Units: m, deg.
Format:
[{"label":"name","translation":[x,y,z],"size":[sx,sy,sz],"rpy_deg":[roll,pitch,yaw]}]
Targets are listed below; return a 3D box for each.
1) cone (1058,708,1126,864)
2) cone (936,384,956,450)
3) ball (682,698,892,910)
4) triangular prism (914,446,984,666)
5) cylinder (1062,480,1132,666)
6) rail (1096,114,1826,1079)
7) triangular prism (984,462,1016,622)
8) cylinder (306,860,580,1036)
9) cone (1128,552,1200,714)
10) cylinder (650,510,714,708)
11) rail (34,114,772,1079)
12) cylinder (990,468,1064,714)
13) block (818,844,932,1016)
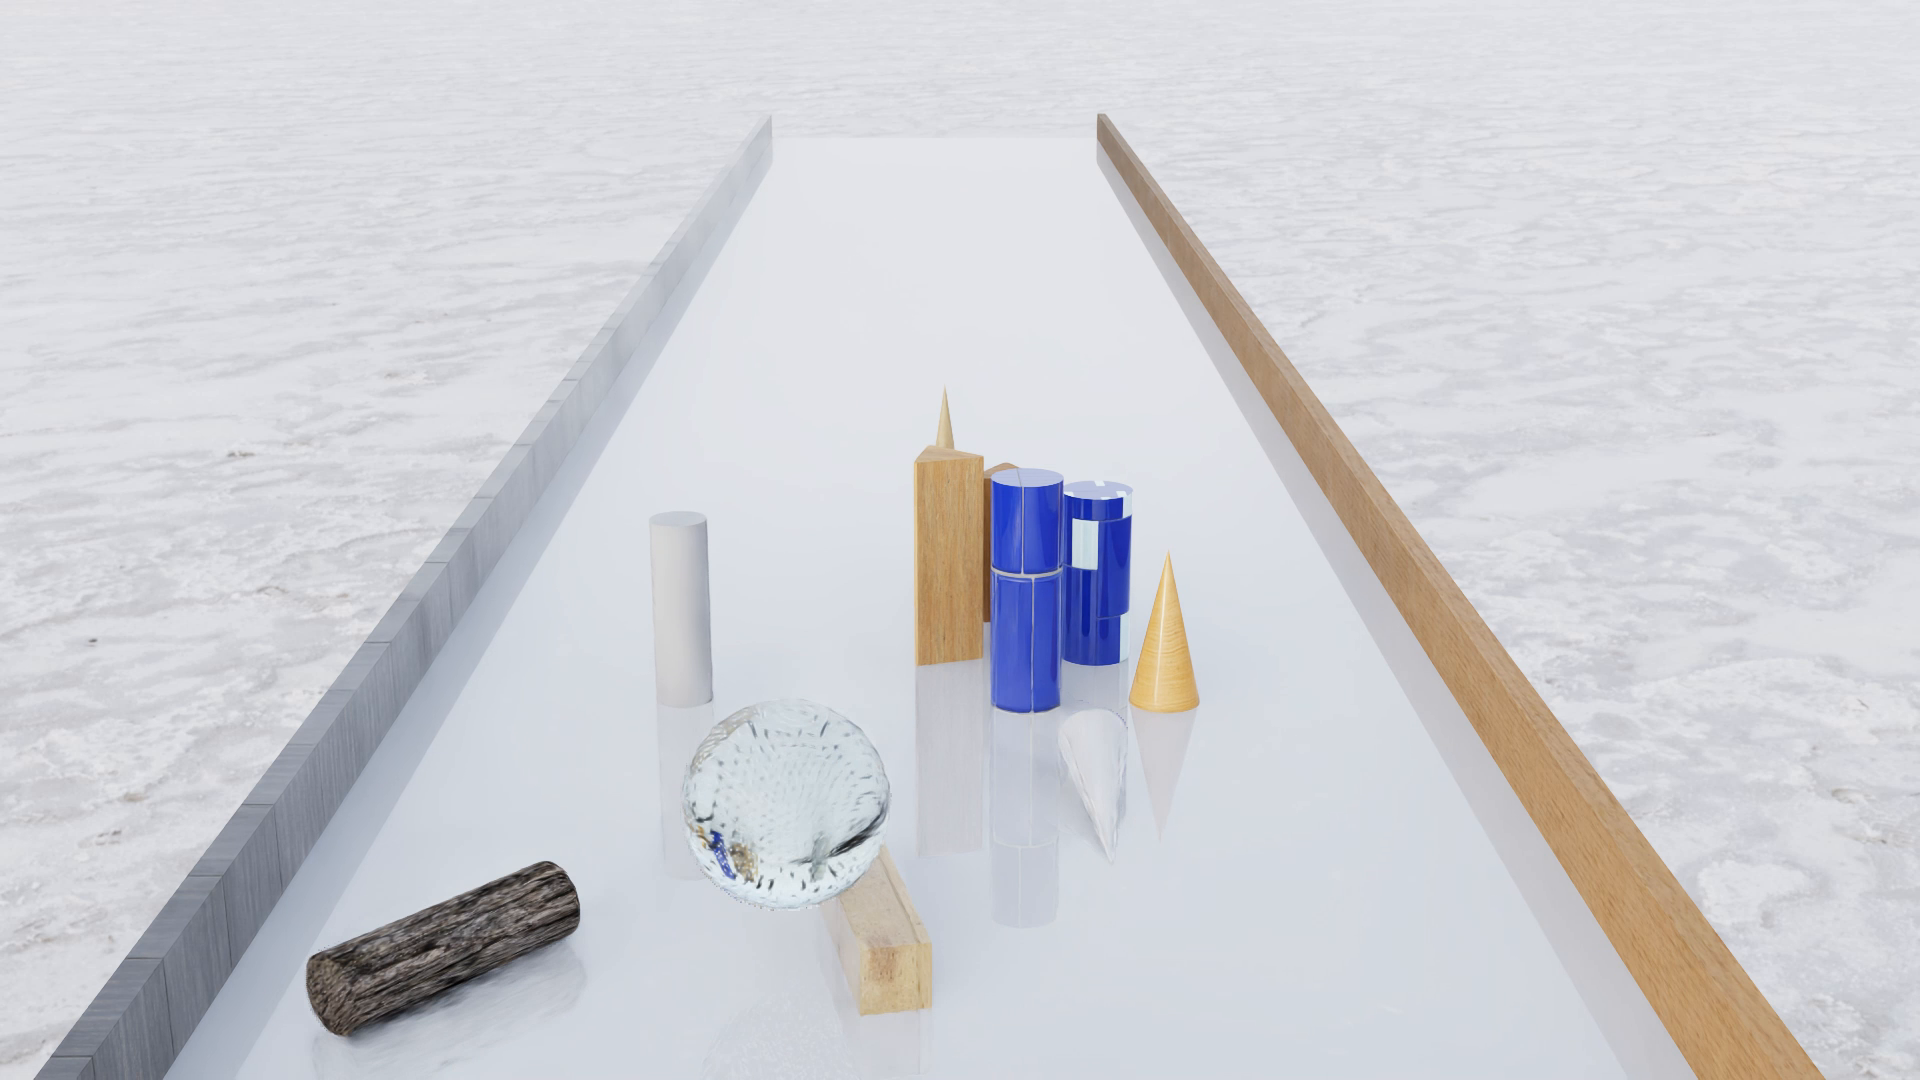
[{"label":"cone","translation":[0.237,0.433,3.665],"size":[0.121,0.121,0.403],"rpy_deg":[0,25,-1]},{"label":"cone","translation":[-0.033,-0.131,4.882],"size":[0.133,0.447,0.133],"rpy_deg":[0,17,0]},{"label":"ball","translation":[-0.248,0.375,3.138],"size":[0.299,0.299,0.299],"rpy_deg":[0,17,0]},{"label":"triangular prism","translation":[-0.041,0.027,4.403],"size":[0.142,0.418,0.123],"rpy_deg":[-6,17,-18]},{"label":"cylinder","translation":[0.271,0.066,4.402],"size":[0.143,0.344,0.143],"rpy_deg":[0,17,0]},{"label":"rail","translation":[0.932,-0.844,7.801],"size":[0.050,0.150,12.000],"rpy_deg":[0,17,-1]},{"label":"triangular prism","translation":[0.097,0.003,4.665],"size":[0.151,0.314,0.131],"rpy_deg":[0,17,1]},{"label":"cylinder","translation":[-0.723,0.570,3.102],"size":[0.117,0.117,0.386],"rpy_deg":[14,21,38]},{"label":"cone","translation":[0.390,0.161,4.154],"size":[0.136,0.302,0.136],"rpy_deg":[0,17,0]},{"label":"cylinder","translation":[-0.527,0.131,4.158],"size":[0.108,0.357,0.108],"rpy_deg":[0,17,0]},{"label":"rail","translation":[-1.118,-0.838,7.780],"size":[0.050,0.150,12.000],"rpy_deg":[0,17,-1]},{"label":"cylinder","translation":[0.125,0.096,4.129],"size":[0.136,0.442,0.136],"rpy_deg":[0,17,0]},{"label":"block","translation":[-0.134,0.546,3.213],"size":[0.101,0.101,0.412],"rpy_deg":[-4,17,-12]}]
